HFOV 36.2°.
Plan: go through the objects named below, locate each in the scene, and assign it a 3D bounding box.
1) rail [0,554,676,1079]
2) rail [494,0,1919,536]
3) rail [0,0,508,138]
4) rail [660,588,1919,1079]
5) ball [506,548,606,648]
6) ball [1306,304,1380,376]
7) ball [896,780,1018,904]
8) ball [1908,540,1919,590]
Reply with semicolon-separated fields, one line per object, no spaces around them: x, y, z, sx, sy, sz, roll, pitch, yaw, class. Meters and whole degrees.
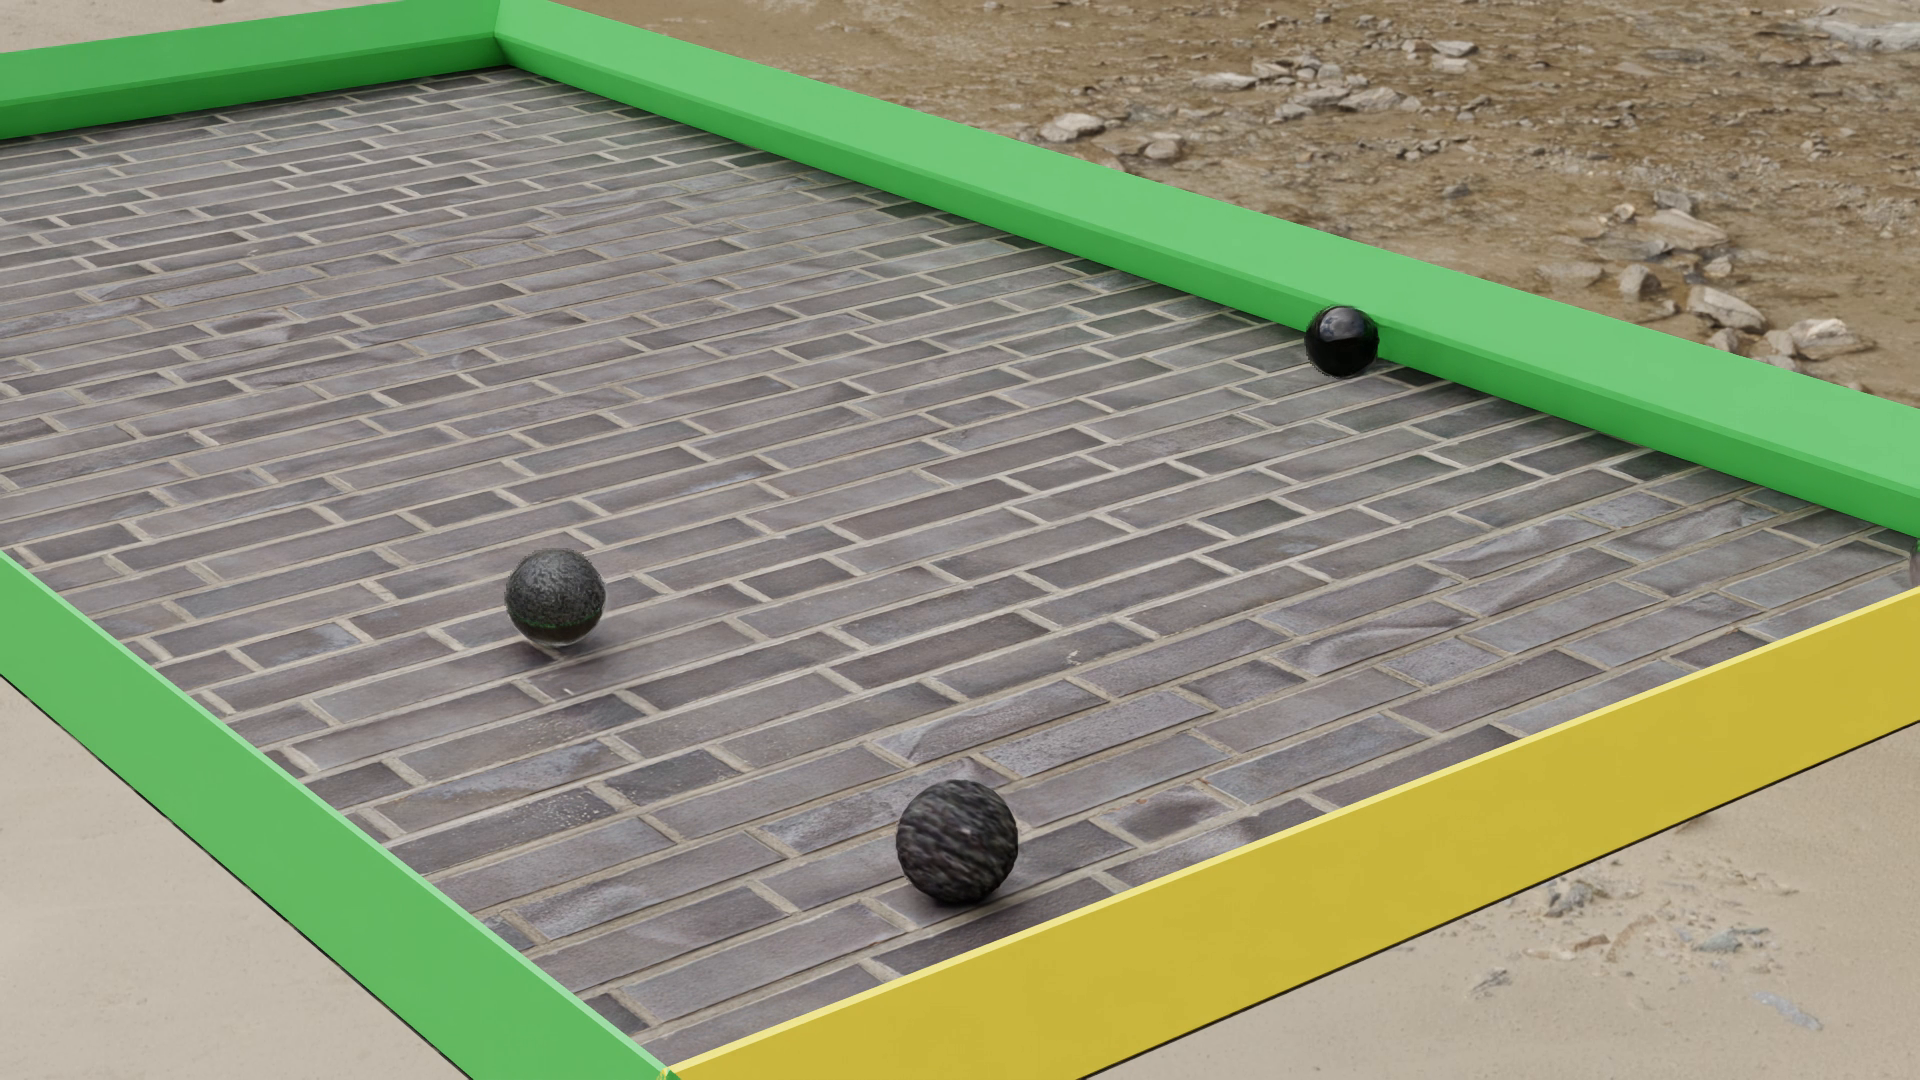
-0.996;-0.063;2.651;0.045;0.117;2.790;-16;26;-35;rail
0.140;-0.384;3.472;0.045;0.117;2.790;-16;26;-35;rail
-1.269;-0.617;4.070;1.485;0.117;0.045;-16;26;-35;rail
0.413;0.170;2.052;1.485;0.117;0.045;-16;26;-35;rail
-0.332;0.048;2.418;0.081;0.081;0.081;0;21;0;ball
0.401;-0.209;3.082;0.076;0.076;0.076;0;21;0;ball
-0.002;0.206;2.008;0.084;0.084;0.084;0;21;0;ball
0.842;0.025;2.463;0.090;0.090;0.090;0;21;0;ball
